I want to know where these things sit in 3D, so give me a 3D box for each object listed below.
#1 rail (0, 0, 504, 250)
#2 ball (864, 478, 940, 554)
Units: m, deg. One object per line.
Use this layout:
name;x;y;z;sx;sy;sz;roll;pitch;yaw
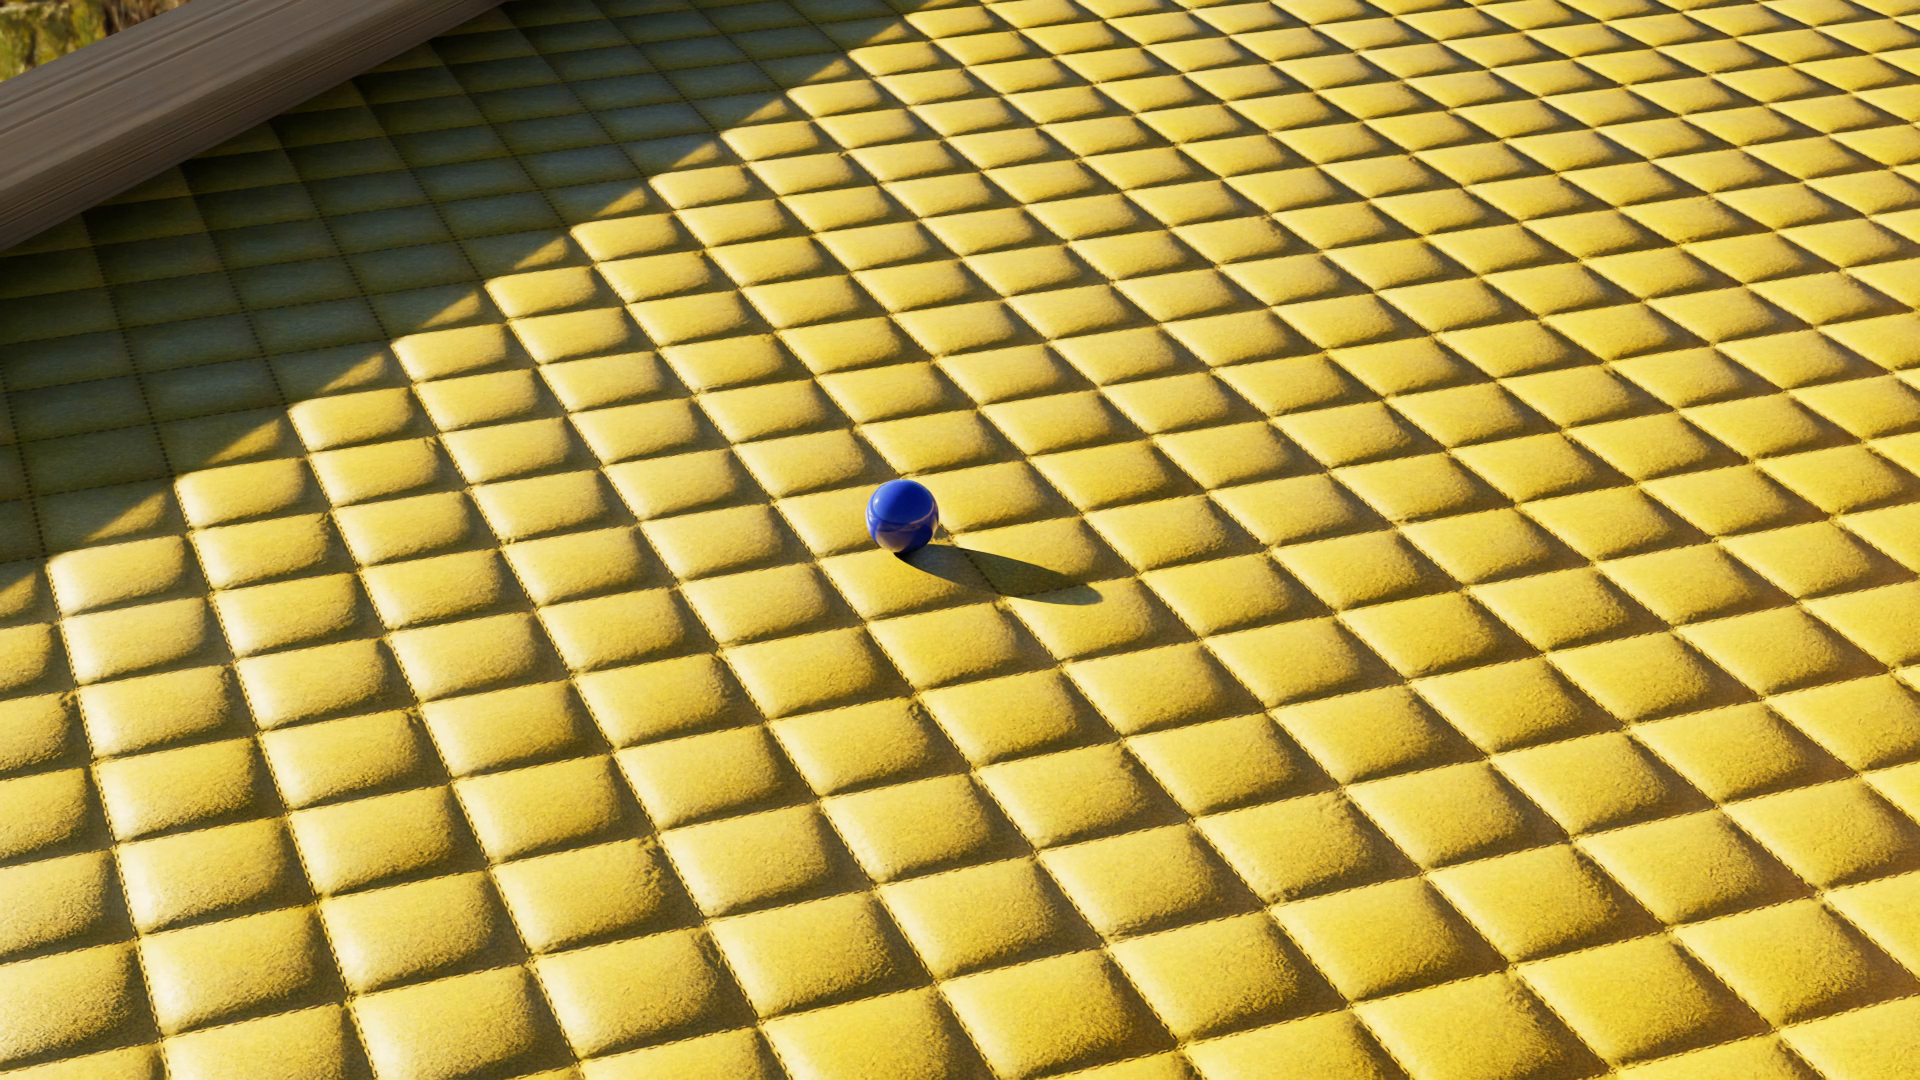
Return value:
rail;-0.452;-0.551;2.780;0.045;0.126;3.495;11;29;21
ball;-0.035;-0.015;1.811;0.046;0.046;0.046;0;27;0
